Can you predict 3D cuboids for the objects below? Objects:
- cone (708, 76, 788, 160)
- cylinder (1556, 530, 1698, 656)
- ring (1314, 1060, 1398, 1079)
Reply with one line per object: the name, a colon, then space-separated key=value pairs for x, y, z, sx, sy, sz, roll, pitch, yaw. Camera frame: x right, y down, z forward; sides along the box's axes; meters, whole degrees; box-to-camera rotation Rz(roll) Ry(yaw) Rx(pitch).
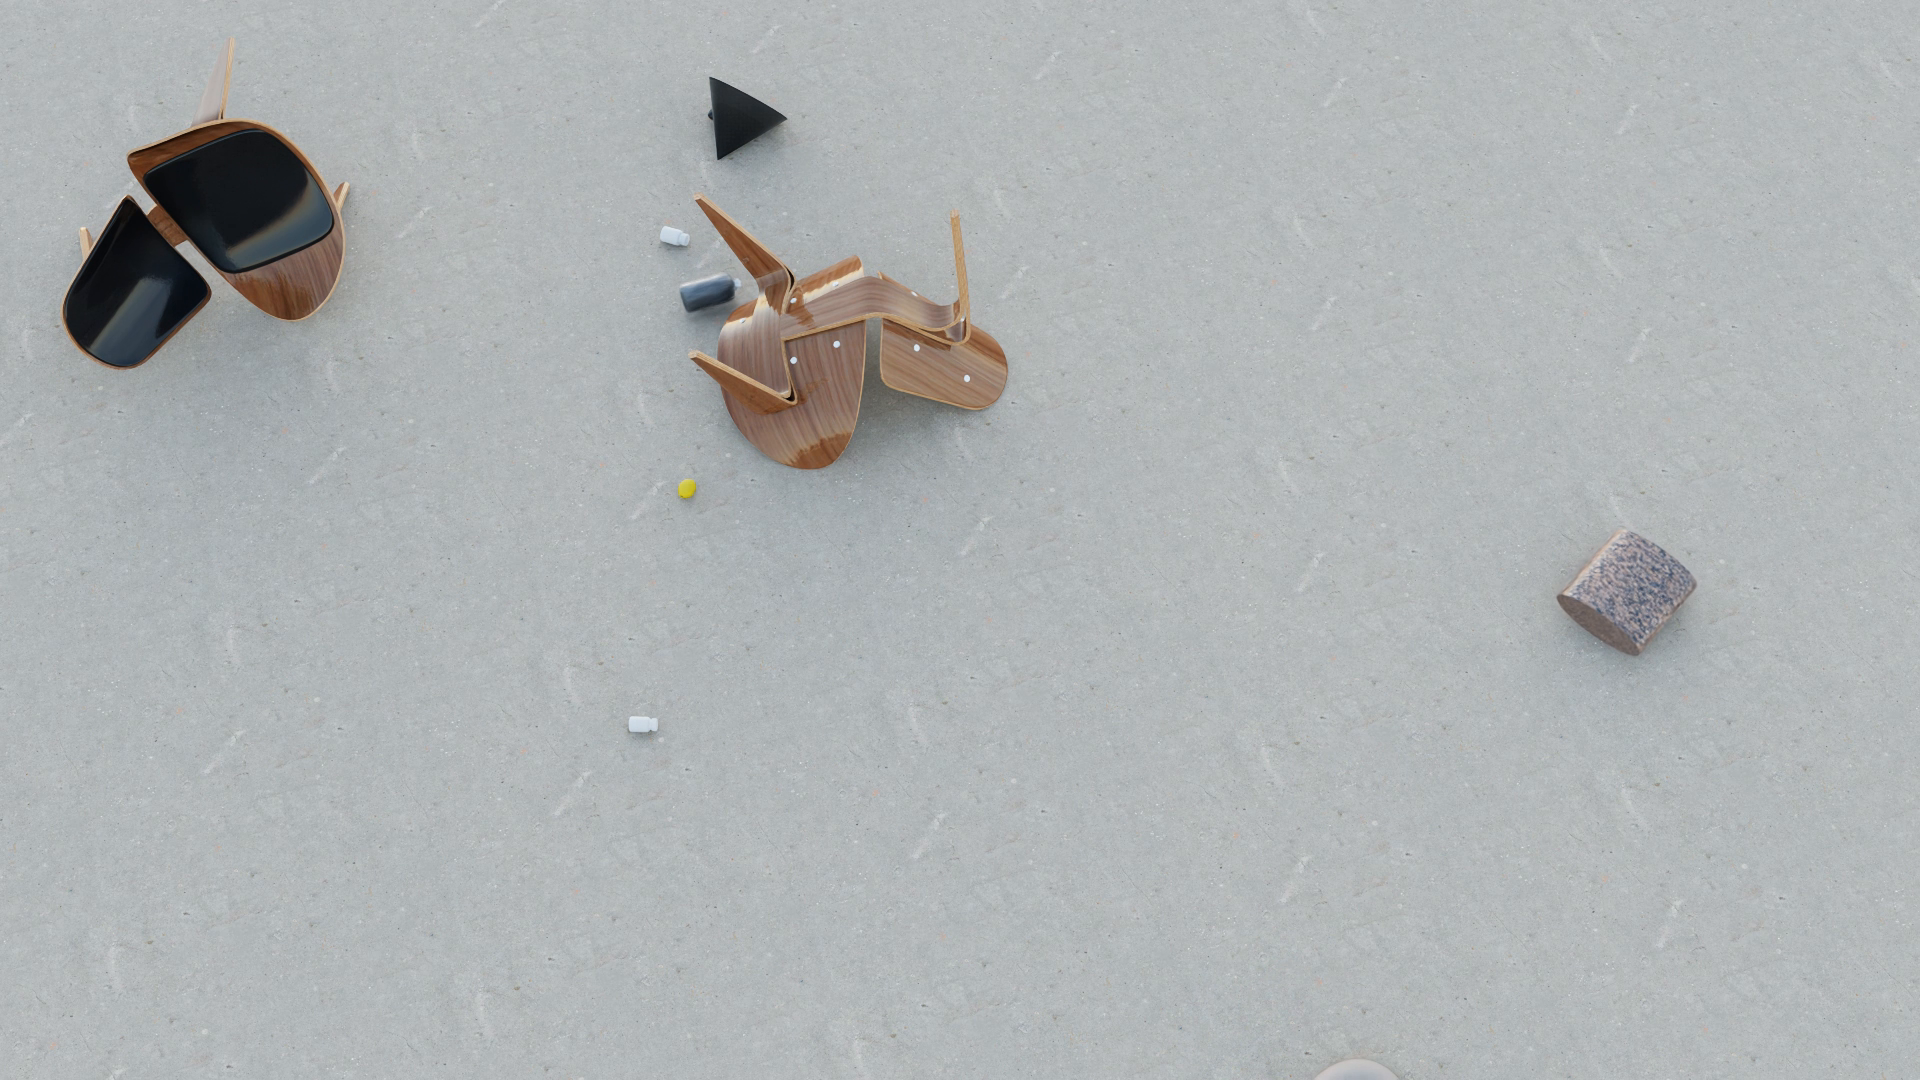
cone: x=-0.767 y=-1.387 z=7.427 sx=0.267 sy=0.312 sz=0.234 roll=30 pitch=95 yaw=45
cylinder: x=1.943 y=0.150 z=6.405 sx=0.284 sy=0.113 sz=0.310 roll=38 pitch=64 yaw=20
ring: x=0.979 y=1.495 z=5.499 sx=0.314 sy=0.122 sz=0.419 roll=18 pitch=59 yaw=13
